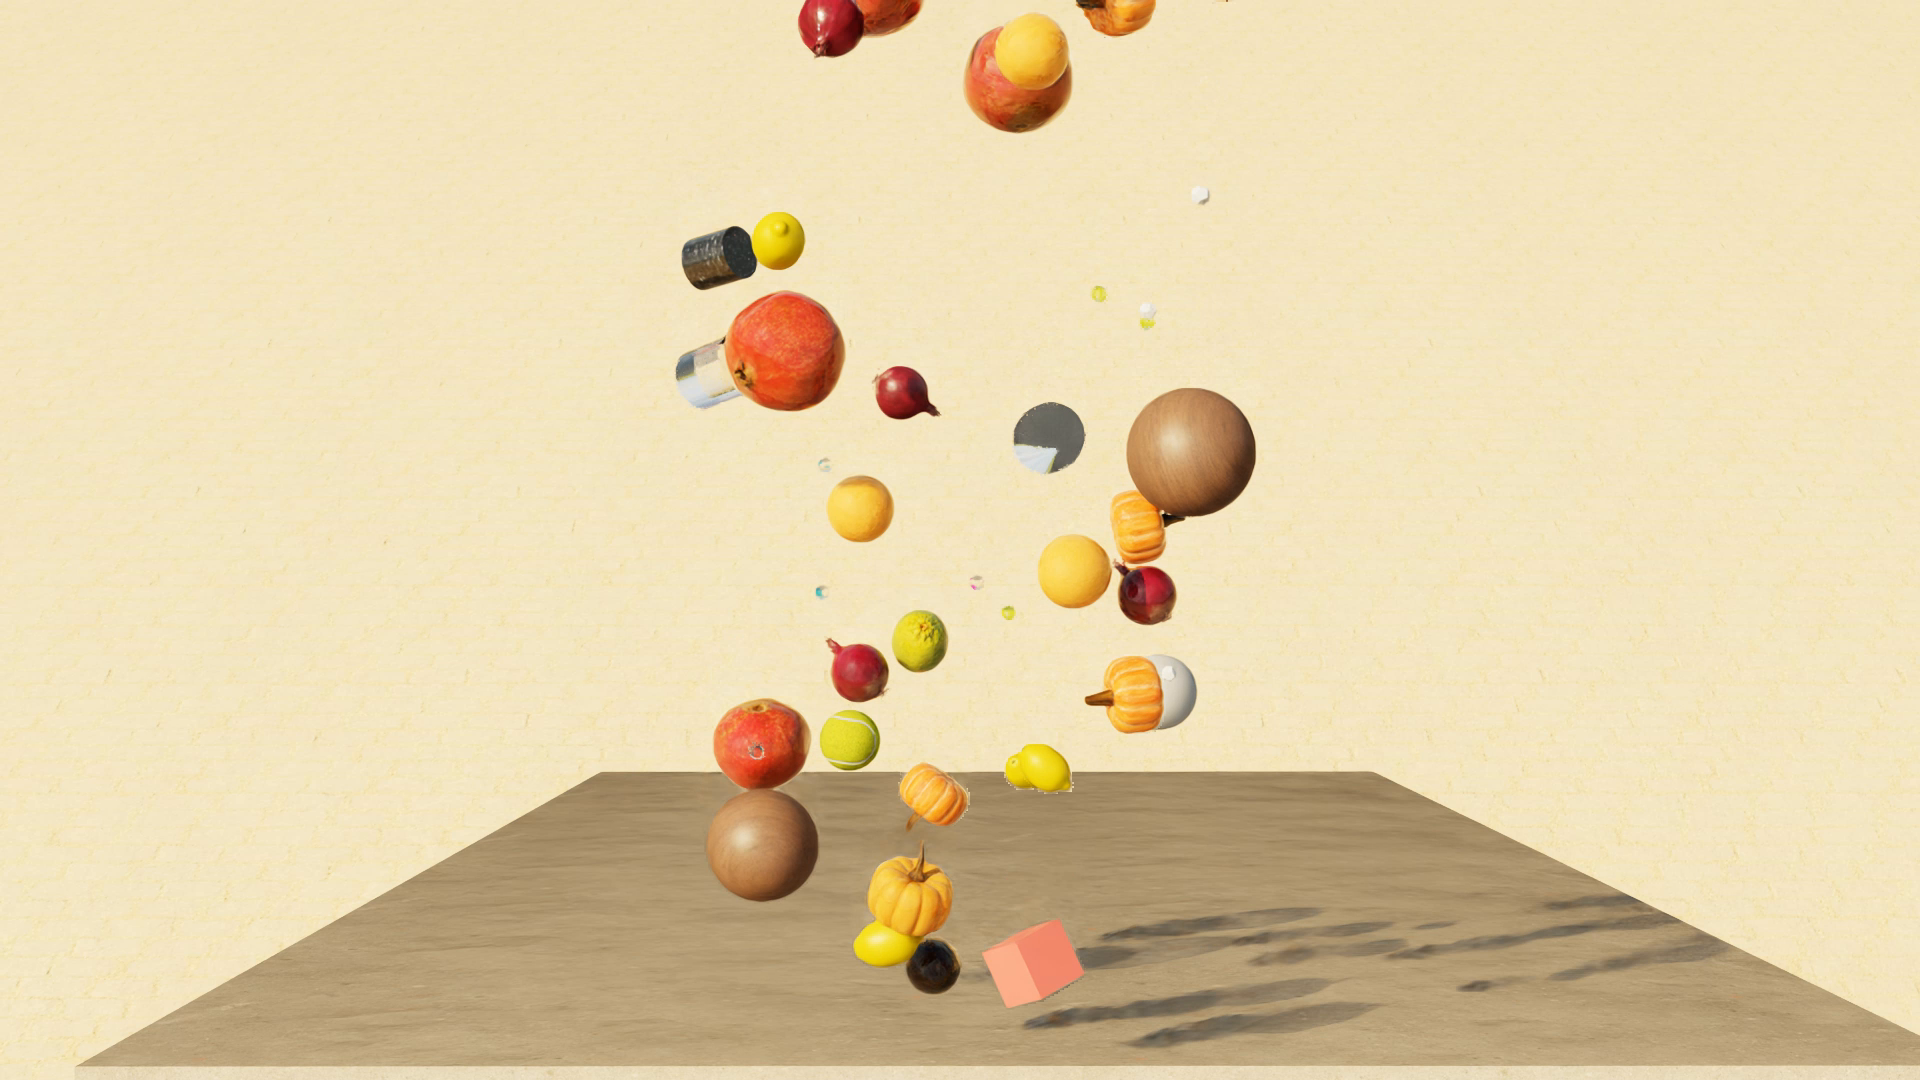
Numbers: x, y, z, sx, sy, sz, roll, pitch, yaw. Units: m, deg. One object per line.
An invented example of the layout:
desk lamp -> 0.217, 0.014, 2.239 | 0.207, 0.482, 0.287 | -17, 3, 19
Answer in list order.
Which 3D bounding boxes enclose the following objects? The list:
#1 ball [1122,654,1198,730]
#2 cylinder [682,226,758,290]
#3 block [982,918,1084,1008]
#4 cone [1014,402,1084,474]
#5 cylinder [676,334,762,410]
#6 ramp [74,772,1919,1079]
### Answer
ball -> 0.225, 0.171, 2.919 | 0.085, 0.085, 0.085 | 0, 32, 0
cylinder -> -0.237, -0.278, 2.558 | 0.053, 0.053, 0.053 | -12, 23, 34
block -> 0.076, 0.438, 2.678 | 0.062, 0.062, 0.062 | -23, -3, -38
cone -> 0.088, -0.085, 2.376 | 0.067, 0.067, 0.067 | 10, -10, 16
cylinder -> -0.235, -0.164, 2.529 | 0.060, 0.060, 0.060 | -18, 18, 38
ramp -> 0.071, 0.625, 4.715 | 2.000, 0.100, 4.000 | 0, -1, 0
